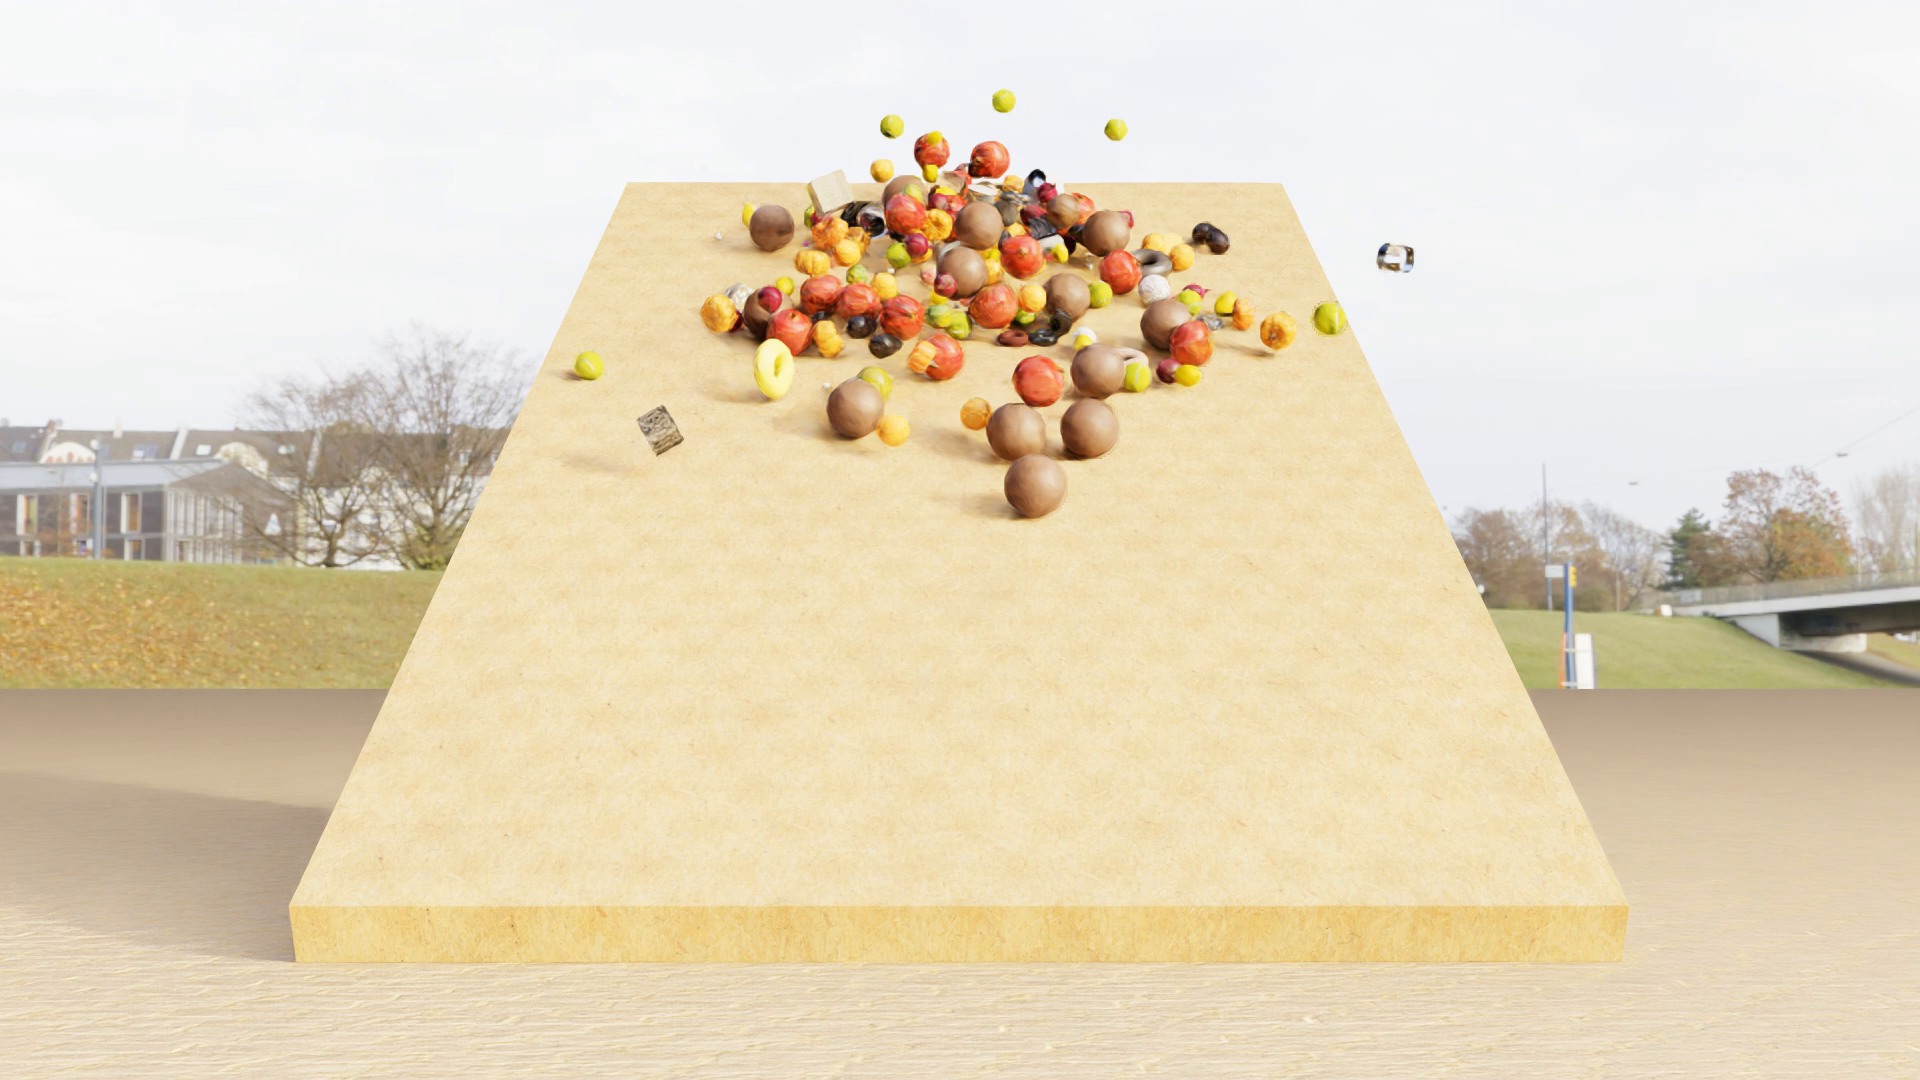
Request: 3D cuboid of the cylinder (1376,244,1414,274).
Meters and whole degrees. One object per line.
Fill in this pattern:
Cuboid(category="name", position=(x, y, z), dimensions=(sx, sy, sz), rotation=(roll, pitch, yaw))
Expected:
Cuboid(category="cylinder", position=(1.145, -0.740, 6.119), dimensions=(0.071, 0.071, 0.071), rotation=(15, 8, 43))

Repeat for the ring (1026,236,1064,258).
Cuboid(category="ring", position=(0.230, -0.789, 6.267), dimensions=(0.106, 0.035, 0.106), rotation=(-20, -1, 0))

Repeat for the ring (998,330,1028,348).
Cuboid(category="ring", position=(0.132, -0.498, 5.766), dimensions=(0.077, 0.026, 0.077), rotation=(-1, 25, 1))

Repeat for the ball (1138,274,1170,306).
Cuboid(category="ball", position=(0.503, -0.647, 6.031), dimensions=(0.082, 0.082, 0.082), rotation=(0, -3, 0))

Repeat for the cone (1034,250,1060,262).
Cuboid(category="cone", position=(0.239, -0.816, 6.412), dimensions=(0.077, 0.077, 0.077), rotation=(0, 24, 0))

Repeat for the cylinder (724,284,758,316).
Cuboid(category="cylinder", position=(-0.557, -0.613, 5.932), dimensions=(0.070, 0.070, 0.070), rotation=(1, 14, -20))

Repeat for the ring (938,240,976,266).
Cuboid(category="ring", position=(-0.009, -0.784, 6.362), dimensions=(0.109, 0.036, 0.109), rotation=(-16, 29, 9))

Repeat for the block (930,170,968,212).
Cuboid(category="block", position=(-0.034, -1.008, 6.731), dimensions=(0.076, 0.076, 0.076), rotation=(25, -41, 6))

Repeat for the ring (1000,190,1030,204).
Cuboid(category="ring", position=(0.149, -0.933, 6.351), dimensions=(0.082, 0.027, 0.082), rotation=(10, 6, -1))

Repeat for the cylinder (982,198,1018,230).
Cuboid(category="cylinder", position=(0.111, -0.899, 6.434), dimensions=(0.077, 0.077, 0.077), rotation=(1, -8, -19))

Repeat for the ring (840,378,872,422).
Cuboid(category="ring", position=(-0.237, -0.319, 5.281), dimensions=(0.034, 0.101, 0.101), rotation=(-7, -7, 34))

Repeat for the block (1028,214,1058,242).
Cuboid(category="block", position=(0.226, -0.840, 6.294), dimensions=(0.058, 0.058, 0.058), rotation=(-19, -13, 12))

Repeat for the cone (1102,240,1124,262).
Cuboid(category="cone", position=(0.407, -0.789, 6.357), dimensions=(0.061, 0.061, 0.061), rotation=(2, -4, -29))

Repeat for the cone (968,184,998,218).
Cuboid(category="cone", position=(0.053, -0.931, 6.456), dimensions=(0.085, 0.085, 0.085), rotation=(12, 22, -5))

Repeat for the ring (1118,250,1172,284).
Cuboid(category="ring", position=(0.494, -0.733, 6.245), dimensions=(0.148, 0.049, 0.148), rotation=(-4, 34, 2))

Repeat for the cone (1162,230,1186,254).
Cuboid(category="cone", position=(0.580, -0.810, 6.454), dimensions=(0.072, 0.072, 0.072), rotation=(1, -31, -22))

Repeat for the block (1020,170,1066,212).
Cuboid(category="block", position=(0.235, -0.987, 6.592), dimensions=(0.086, 0.086, 0.086), rotation=(-10, -8, -28))

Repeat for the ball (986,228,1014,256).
Cuboid(category="ball", position=(0.110, -0.822, 6.425), dimensions=(0.076, 0.076, 0.076), rotation=(0, -3, 0))

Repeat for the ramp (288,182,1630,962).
Cuboid(category="ramp", position=(-0.008, -0.228, 5.319), dimensions=(2.000, 0.100, 4.000), rotation=(0, 24, 0))

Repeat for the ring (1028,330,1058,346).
Cuboid(category="ring", position=(0.208, -0.501, 5.775), dimensions=(0.077, 0.026, 0.077), rotation=(0, 24, 0))

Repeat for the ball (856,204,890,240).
Cuboid(category="ball", position=(-0.240, -0.880, 6.443), dimensions=(0.097, 0.097, 0.097), rotation=(0, -3, 0))

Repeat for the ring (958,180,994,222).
Cuboid(category="ring", position=(0.048, -0.977, 6.716), dimensions=(0.045, 0.136, 0.136), rotation=(36, -19, -22))

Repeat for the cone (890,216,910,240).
Cuboid(category="cone", position=(-0.166, -0.862, 6.399), dimensions=(0.056, 0.056, 0.056), rotation=(-4, -12, -1))

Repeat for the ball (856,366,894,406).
Cuboid(category="ball", position=(-0.199, -0.354, 5.362), dimensions=(0.091, 0.091, 0.091), rotation=(0, -3, 0))

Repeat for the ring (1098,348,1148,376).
Cuboid(category="ring", position=(0.391, -0.426, 5.590), dimensions=(0.122, 0.041, 0.122), rotation=(0, 25, 0))

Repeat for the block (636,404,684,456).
Cuboid(category="block", position=(-0.636, -0.233, 4.938), dimensions=(0.068, 0.068, 0.068), rotation=(-30, -20, -3))

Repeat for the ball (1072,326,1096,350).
Cuboid(category="ball", position=(0.304, -0.494, 5.717), dimensions=(0.059, 0.059, 0.059), rotation=(0, -3, 0))

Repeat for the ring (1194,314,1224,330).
Cuboid(category="ring", position=(0.628, -0.549, 5.883), dimensions=(0.078, 0.026, 0.078), rotation=(1, 24, -1))

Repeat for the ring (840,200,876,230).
Cuboid(category="ring", position=(-0.283, -0.932, 6.688), dimensions=(0.122, 0.041, 0.122), rotation=(-8, 40, 6))

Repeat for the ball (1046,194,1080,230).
Cuboid(category="ball", position=(0.275, -0.878, 6.227), dimensions=(0.096, 0.096, 0.096), rotation=(0, -3, 0))

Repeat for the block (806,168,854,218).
Cuboid(category="block", position=(-0.350, -0.933, 6.272), dimensions=(0.092, 0.092, 0.092), rotation=(-23, 3, -13))
